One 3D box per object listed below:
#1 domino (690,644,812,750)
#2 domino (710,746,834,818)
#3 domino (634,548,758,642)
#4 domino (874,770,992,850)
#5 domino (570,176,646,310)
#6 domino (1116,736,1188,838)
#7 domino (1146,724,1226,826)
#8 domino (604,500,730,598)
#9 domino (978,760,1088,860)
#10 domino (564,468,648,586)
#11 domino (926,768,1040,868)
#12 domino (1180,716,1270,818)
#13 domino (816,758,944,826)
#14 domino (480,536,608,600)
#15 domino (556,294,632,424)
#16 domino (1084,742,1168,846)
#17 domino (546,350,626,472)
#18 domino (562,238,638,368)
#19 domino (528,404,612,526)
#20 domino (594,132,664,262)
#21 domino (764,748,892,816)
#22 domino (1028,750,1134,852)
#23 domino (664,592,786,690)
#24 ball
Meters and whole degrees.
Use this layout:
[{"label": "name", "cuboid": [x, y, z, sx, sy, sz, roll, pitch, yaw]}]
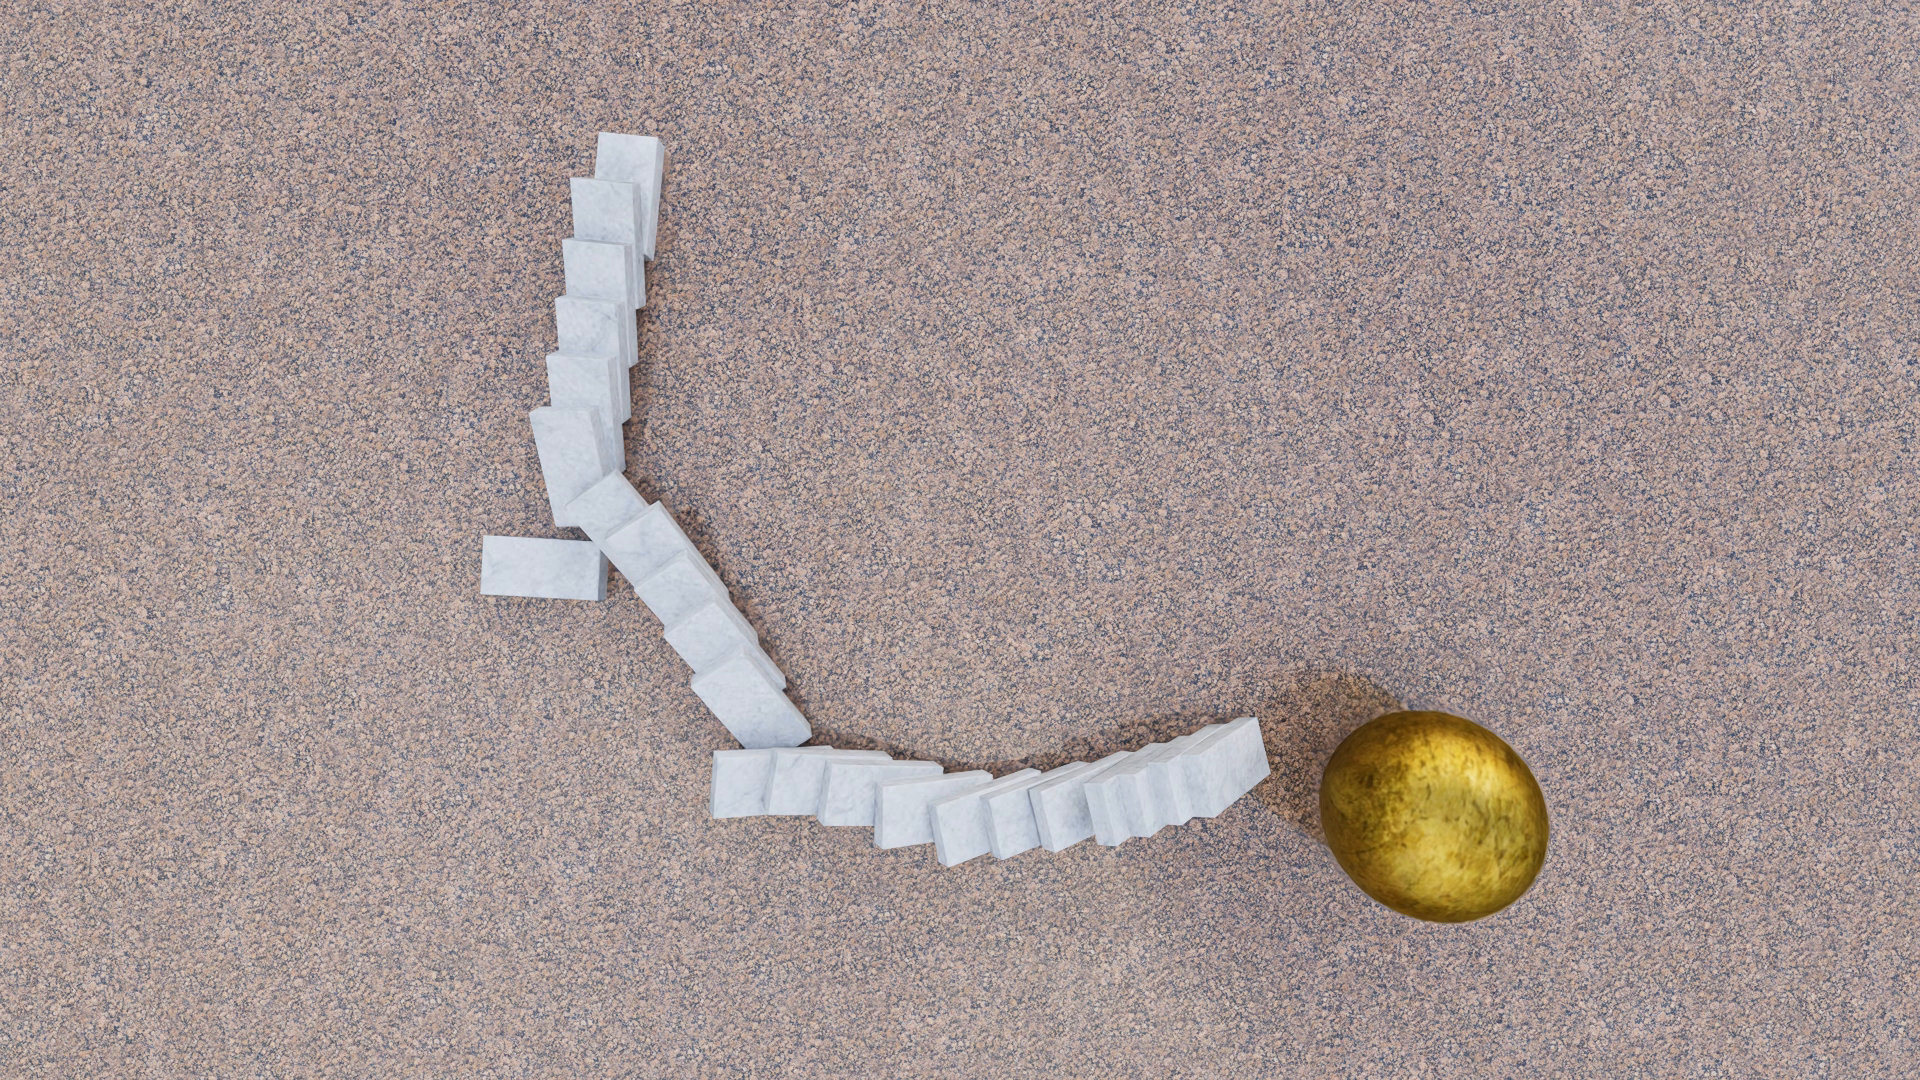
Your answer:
[{"label": "domino", "cuboid": [-0.087, 0.070, 0.385, 0.025, 0.010, 0.050, -33, 115, 0]}, {"label": "domino", "cuboid": [-0.078, 0.101, 0.384, 0.050, 0.010, 0.025, 3, 95, -27]}, {"label": "domino", "cuboid": [-0.110, 0.031, 0.385, 0.025, 0.010, 0.050, -33, 117, 0]}, {"label": "domino", "cuboid": [-0.011, 0.112, 0.385, 0.050, 0.010, 0.025, 1, 90, -27]}, {"label": "domino", "cuboid": [-0.147, -0.124, 0.385, 0.025, 0.009, 0.050, 6, 114, 0]}, {"label": "domino", "cuboid": [0.085, 0.101, 0.379, 0.010, 0.050, 0.025, -13, 90, 44]}, {"label": "domino", "cuboid": [0.097, 0.096, 0.379, 0.009, 0.050, 0.025, -13, 90, 44]}, {"label": "domino", "cuboid": [-0.122, 0.011, 0.384, 0.025, 0.009, 0.050, -32, 117, -2]}, {"label": "domino", "cuboid": [0.034, 0.113, 0.385, 0.050, 0.010, 0.025, -12, 90, -27]}, {"label": "domino", "cuboid": [-0.139, -0.003, 0.386, 0.025, 0.009, 0.050, -35, 112, 0]}, {"label": "domino", "cuboid": [0.013, 0.116, 0.384, 0.050, 0.009, 0.025, -11, 90, -27]}, {"label": "domino", "cuboid": [0.110, 0.093, 0.379, 0.010, 0.050, 0.025, -13, 90, 44]}, {"label": "domino", "cuboid": [-0.033, 0.106, 0.384, 0.050, 0.009, 0.025, 9, 90, -27]}, {"label": "domino", "cuboid": [-0.179, 0.012, 0.395, 0.050, 0.010, 0.025, 3, 90, 0]}, {"label": "domino", "cuboid": [-0.154, -0.076, 0.386, 0.025, 0.010, 0.050, 6, 114, 0]}, {"label": "domino", "cuboid": [0.072, 0.104, 0.379, 0.010, 0.050, 0.025, -13, 90, 44]}, {"label": "domino", "cuboid": [-0.157, -0.053, 0.385, 0.025, 0.009, 0.050, 4, 114, 1]}, {"label": "domino", "cuboid": [-0.151, -0.100, 0.386, 0.025, 0.010, 0.050, 6, 114, 0]}, {"label": "domino", "cuboid": [-0.161, -0.031, 0.385, 0.025, 0.010, 0.050, -1, 113, 4]}, {"label": "domino", "cuboid": [-0.144, -0.148, 0.395, 0.025, 0.009, 0.050, 6, 90, 0]}, {"label": "domino", "cuboid": [-0.055, 0.101, 0.384, 0.050, 0.009, 0.025, 9, 92, -27]}, {"label": "domino", "cuboid": [0.054, 0.109, 0.384, 0.050, 0.010, 0.025, -14, 90, -29]}, {"label": "domino", "cuboid": [-0.098, 0.049, 0.385, 0.025, 0.009, 0.050, -33, 116, 0]}, {"label": "ball", "cuboid": [0.184, 0.107, 0.360, 0.080, 0.080, 0.080, 0, 90, 0]}]
